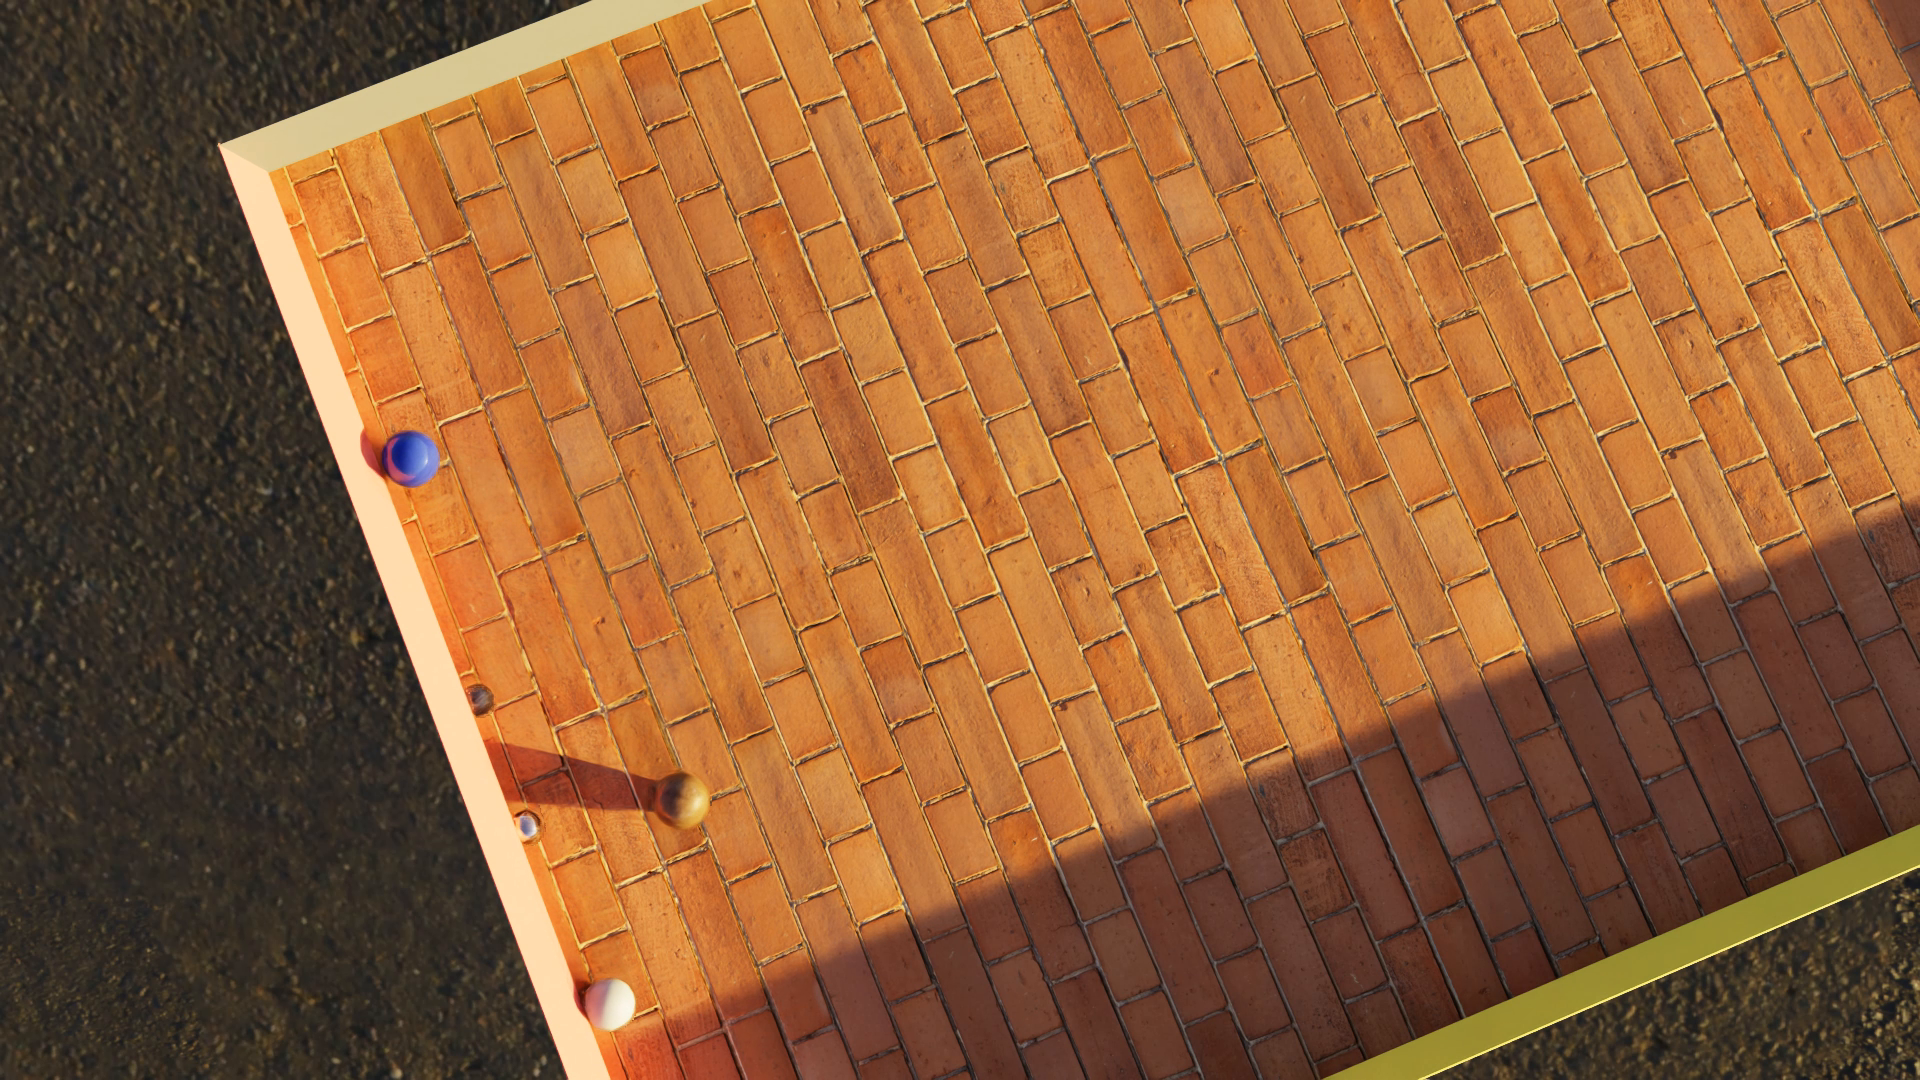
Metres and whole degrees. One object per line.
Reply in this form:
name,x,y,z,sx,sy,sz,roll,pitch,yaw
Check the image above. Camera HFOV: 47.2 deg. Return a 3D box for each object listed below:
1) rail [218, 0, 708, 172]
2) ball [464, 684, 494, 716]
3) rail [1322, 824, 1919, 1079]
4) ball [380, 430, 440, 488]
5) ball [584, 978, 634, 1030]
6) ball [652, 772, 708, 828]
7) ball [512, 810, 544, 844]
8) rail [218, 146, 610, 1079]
rail,0.385,-1.166,3.432,3.216,0.110,0.045,-22,82,-3
ball,-0.713,0.236,3.247,0.049,0.049,0.049,0,81,0
rail,1.102,0.554,3.165,3.216,0.110,0.045,-22,82,-3
ball,-0.821,-0.121,3.283,0.085,0.085,0.085,0,81,0
ball,-0.505,0.668,3.167,0.074,0.074,0.074,0,81,0
ball,-0.408,0.380,3.207,0.083,0.083,0.083,0,81,0
ball,-0.635,0.420,3.218,0.049,0.049,0.049,0,81,0
rail,-0.722,0.290,3.206,0.045,0.110,1.930,-22,82,-3
